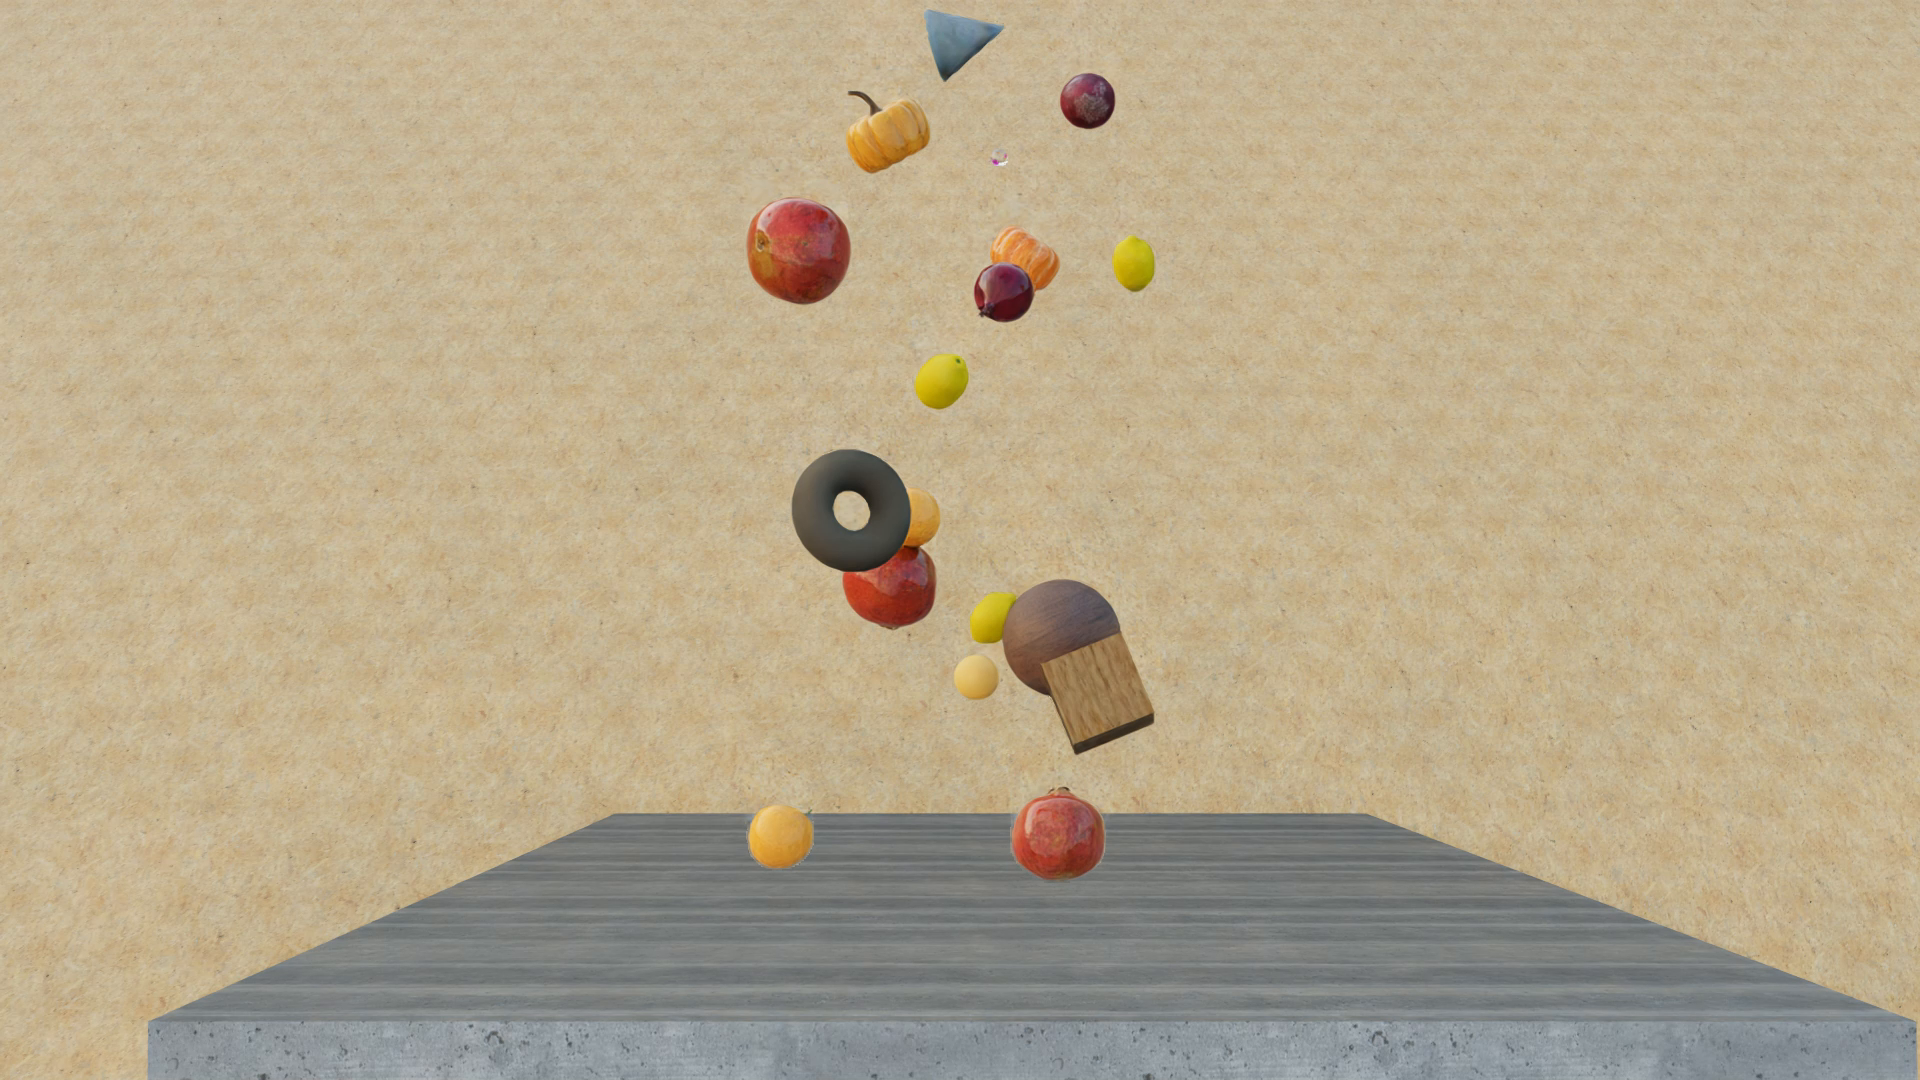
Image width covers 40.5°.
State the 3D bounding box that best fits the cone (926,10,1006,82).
[{"bbox_3d":[0.010,-0.459,2.371,0.067,0.067,0.067,-13,36,10],"label":"cone"}]

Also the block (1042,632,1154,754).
[{"bbox_3d":[0.144,0.161,2.716,0.090,0.090,0.090,-22,78,-1],"label":"block"}]

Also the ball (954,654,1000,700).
[{"bbox_3d":[0.019,0.155,2.938,0.051,0.051,0.051,0,37,0],"label":"ball"}]

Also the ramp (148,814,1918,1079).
[{"bbox_3d":[0.082,0.687,4.938,2.000,0.100,4.000,0,-3,0],"label":"ramp"}]

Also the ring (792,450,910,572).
[{"bbox_3d":[-0.117,-0.032,2.817,0.135,0.135,0.045,-21,-2,-25],"label":"ring"}]
